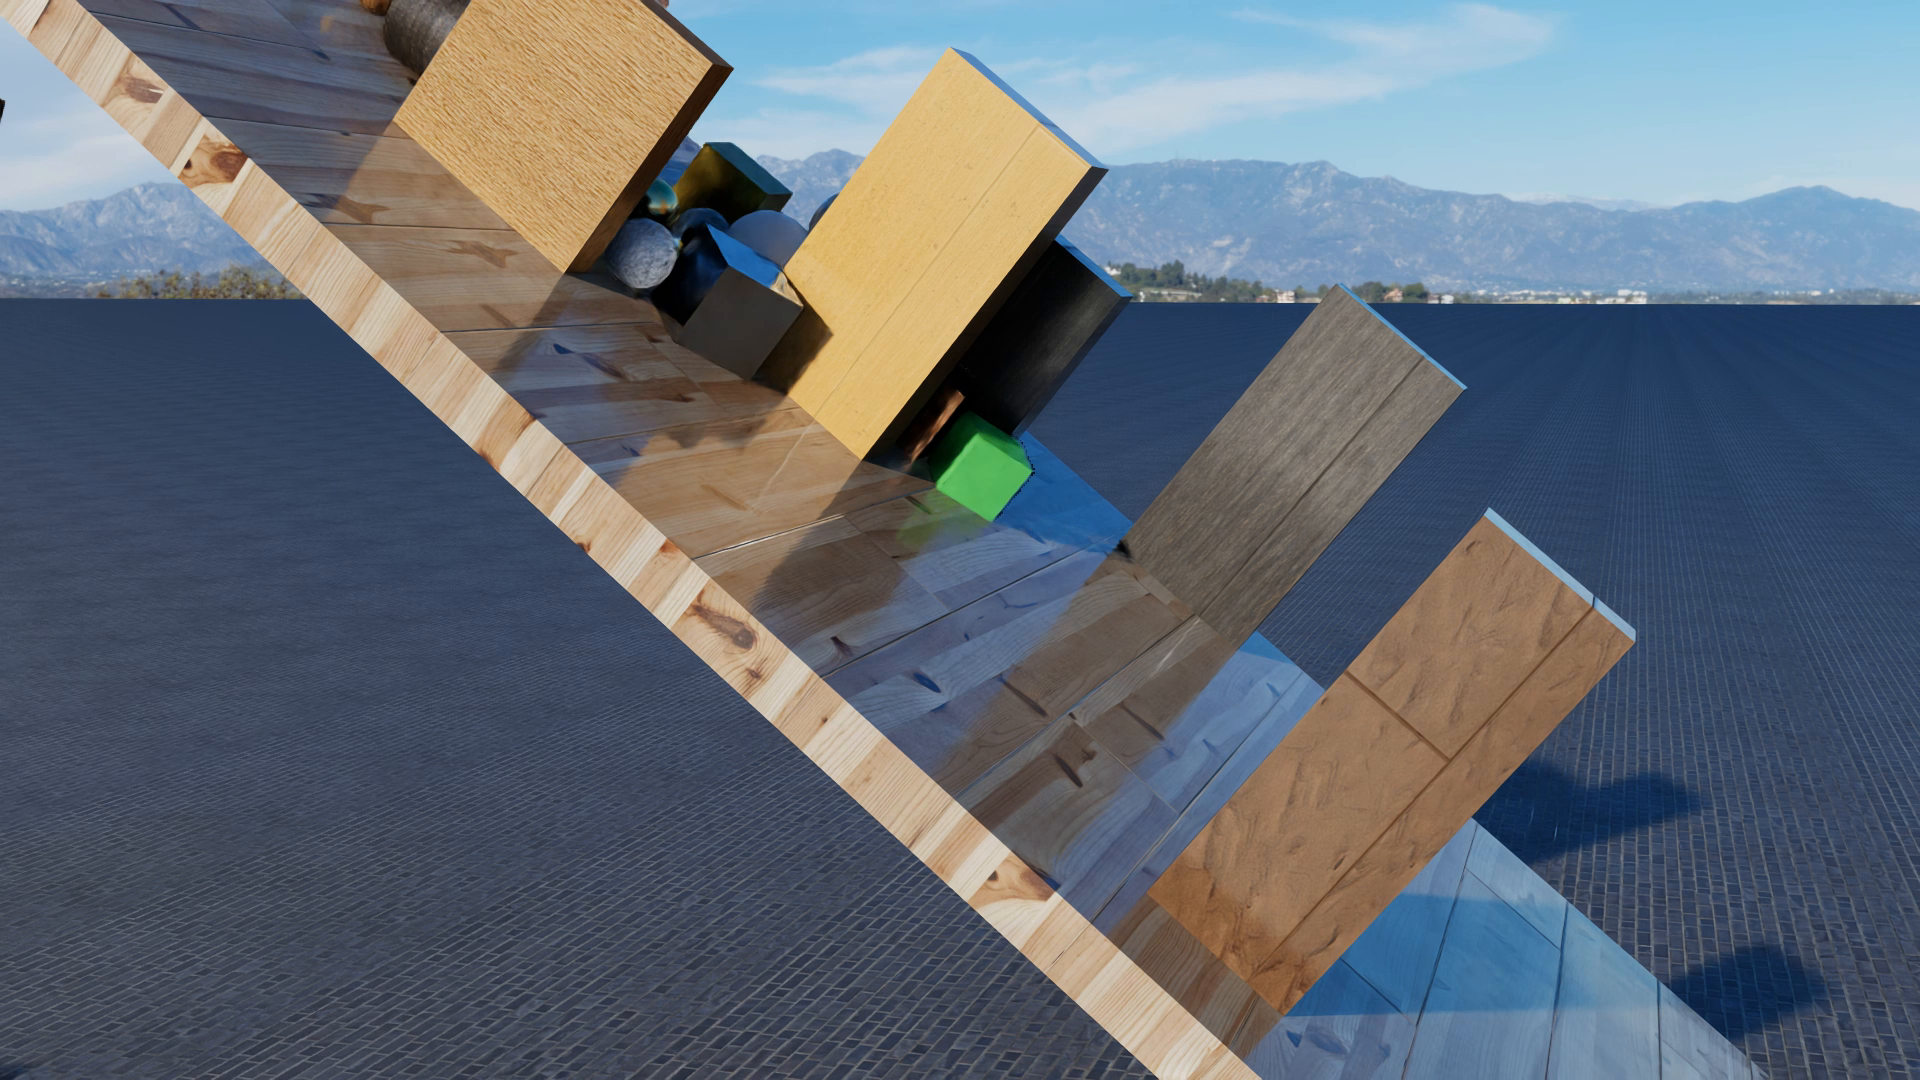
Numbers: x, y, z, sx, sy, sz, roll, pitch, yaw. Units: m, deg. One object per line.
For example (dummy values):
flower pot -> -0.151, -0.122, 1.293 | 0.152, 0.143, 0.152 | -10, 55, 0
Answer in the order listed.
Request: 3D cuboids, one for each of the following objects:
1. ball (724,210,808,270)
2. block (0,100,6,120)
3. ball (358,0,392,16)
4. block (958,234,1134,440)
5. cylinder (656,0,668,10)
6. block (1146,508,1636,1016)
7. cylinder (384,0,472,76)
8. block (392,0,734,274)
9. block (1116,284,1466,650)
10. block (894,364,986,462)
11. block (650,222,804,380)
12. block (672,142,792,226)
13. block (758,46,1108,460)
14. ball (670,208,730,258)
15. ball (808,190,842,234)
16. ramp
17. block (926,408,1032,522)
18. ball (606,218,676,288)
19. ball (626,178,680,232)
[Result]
ball -> -0.368, -0.534, 4.200 | 0.190, 0.190, 0.190 | 0, 7, 0
block -> -2.100, -0.891, 4.613 | 0.114, 0.114, 0.114 | 11, -4, 12
ball -> -1.113, -1.078, 4.261 | 0.124, 0.124, 0.124 | 0, 7, 0
block -> 0.029, -0.433, 4.381 | 0.417, 0.475, 0.108 | 42, 16, 9
cylinder -> -0.667, -1.067, 4.322 | 0.153, 0.153, 0.153 | -3, 16, -22
block -> 0.608, 0.320, 3.142 | 0.263, 0.735, 0.109 | 42, 16, 9
cylinder -> -0.935, -0.936, 4.113 | 0.196, 0.196, 0.196 | 36, 20, 18
block -> -0.684, -0.764, 3.770 | 0.418, 0.444, 0.091 | 42, 16, 9
block -> 0.693, -0.152, 4.631 | 0.339, 0.720, 0.096 | 42, 16, 9
block -> -0.079, -0.276, 4.286 | 0.162, 0.162, 0.162 | 41, 16, 5
block -> -0.418, -0.426, 3.935 | 0.171, 0.171, 0.171 | 27, 20, -36
block -> -0.482, -0.703, 4.550 | 0.167, 0.167, 0.167 | 40, 16, 4
block -> -0.080, -0.515, 4.003 | 0.334, 0.675, 0.135 | 42, 16, 9
ball -> -0.502, -0.584, 4.266 | 0.122, 0.122, 0.122 | 0, 7, 0
ball -> -0.211, -0.612, 4.448 | 0.194, 0.194, 0.194 | 0, 7, 0
ramp -> -0.003, 0.052, 4.042 | 4.000, 0.100, 2.000 | 42, 16, 9
block -> 0.037, -0.144, 4.239 | 0.131, 0.131, 0.131 | 31, 18, -25
ball -> -0.568, -0.512, 3.921 | 0.125, 0.125, 0.125 | 0, 7, 0
ball -> -0.596, -0.634, 4.198 | 0.120, 0.120, 0.120 | 0, 7, 0
